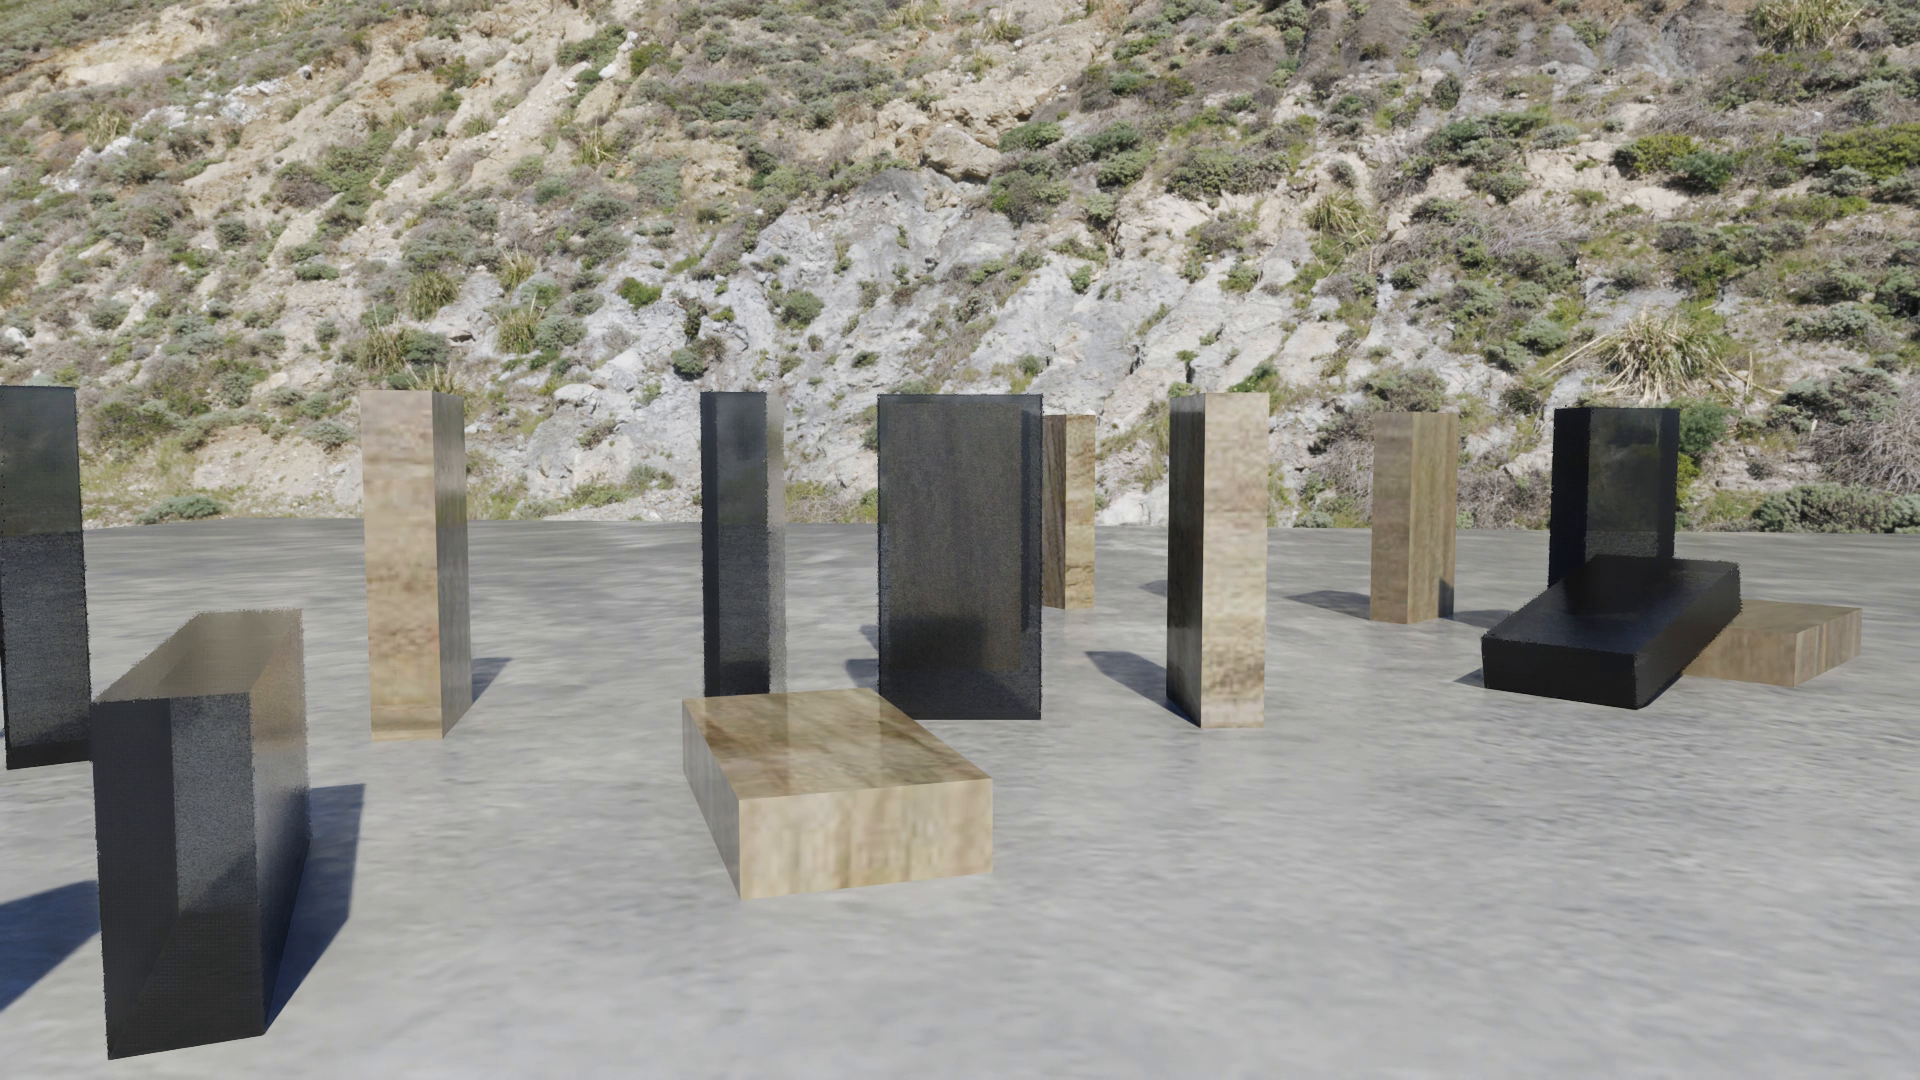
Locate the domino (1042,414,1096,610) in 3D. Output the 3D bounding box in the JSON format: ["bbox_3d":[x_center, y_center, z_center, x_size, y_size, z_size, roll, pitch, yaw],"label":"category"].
[{"bbox_3d":[0.024,-0.008,0.341,0.010,0.050,0.025,-3,5,-33],"label":"domino"}]

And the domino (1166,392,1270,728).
[{"bbox_3d":[0.040,0.002,0.203,0.009,0.050,0.025,0,4,-3],"label":"domino"}]

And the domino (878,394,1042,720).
[{"bbox_3d":[0.000,0.002,0.201,0.025,0.050,0.009,0,4,0],"label":"domino"}]

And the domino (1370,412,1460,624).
[{"bbox_3d":[0.111,-0.006,0.313,0.025,0.050,0.009,-4,6,-45],"label":"domino"}]

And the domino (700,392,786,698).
[{"bbox_3d":[-0.033,0.003,0.199,0.009,0.050,0.025,0,4,-2],"label":"domino"}]

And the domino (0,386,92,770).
[{"bbox_3d":[-0.128,0.004,0.179,0.010,0.050,0.025,-3,5,-35],"label":"domino"}]

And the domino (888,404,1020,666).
[{"bbox_3d":[-0.001,-0.001,0.250,0.025,0.050,0.010,0,4,0],"label":"domino"}]

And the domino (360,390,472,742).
[{"bbox_3d":[-0.082,0.003,0.195,0.009,0.050,0.025,-1,4,-11],"label":"domino"}]

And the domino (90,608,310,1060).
[{"bbox_3d":[-0.064,0.022,0.112,0.010,0.025,0.050,-2,5,-23],"label":"domino"}]

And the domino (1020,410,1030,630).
[{"bbox_3d":[0.003,-0.005,0.298,0.025,0.050,0.009,1,4,11],"label":"domino"}]

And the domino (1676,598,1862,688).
[{"bbox_3d":[0.155,0.019,0.250,0.050,0.009,0.025,-4,6,-44],"label":"domino"}]

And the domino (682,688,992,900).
[{"bbox_3d":[-0.016,0.027,0.147,0.025,0.009,0.050,-1,5,-18],"label":"domino"}]

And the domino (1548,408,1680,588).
[{"bbox_3d":[0.139,-0.003,0.273,0.025,0.050,0.009,-2,5,-21],"label":"domino"}]

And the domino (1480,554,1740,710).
[{"bbox_3d":[0.117,0.015,0.229,0.050,0.010,0.025,-21,17,-39],"label":"domino"}]
